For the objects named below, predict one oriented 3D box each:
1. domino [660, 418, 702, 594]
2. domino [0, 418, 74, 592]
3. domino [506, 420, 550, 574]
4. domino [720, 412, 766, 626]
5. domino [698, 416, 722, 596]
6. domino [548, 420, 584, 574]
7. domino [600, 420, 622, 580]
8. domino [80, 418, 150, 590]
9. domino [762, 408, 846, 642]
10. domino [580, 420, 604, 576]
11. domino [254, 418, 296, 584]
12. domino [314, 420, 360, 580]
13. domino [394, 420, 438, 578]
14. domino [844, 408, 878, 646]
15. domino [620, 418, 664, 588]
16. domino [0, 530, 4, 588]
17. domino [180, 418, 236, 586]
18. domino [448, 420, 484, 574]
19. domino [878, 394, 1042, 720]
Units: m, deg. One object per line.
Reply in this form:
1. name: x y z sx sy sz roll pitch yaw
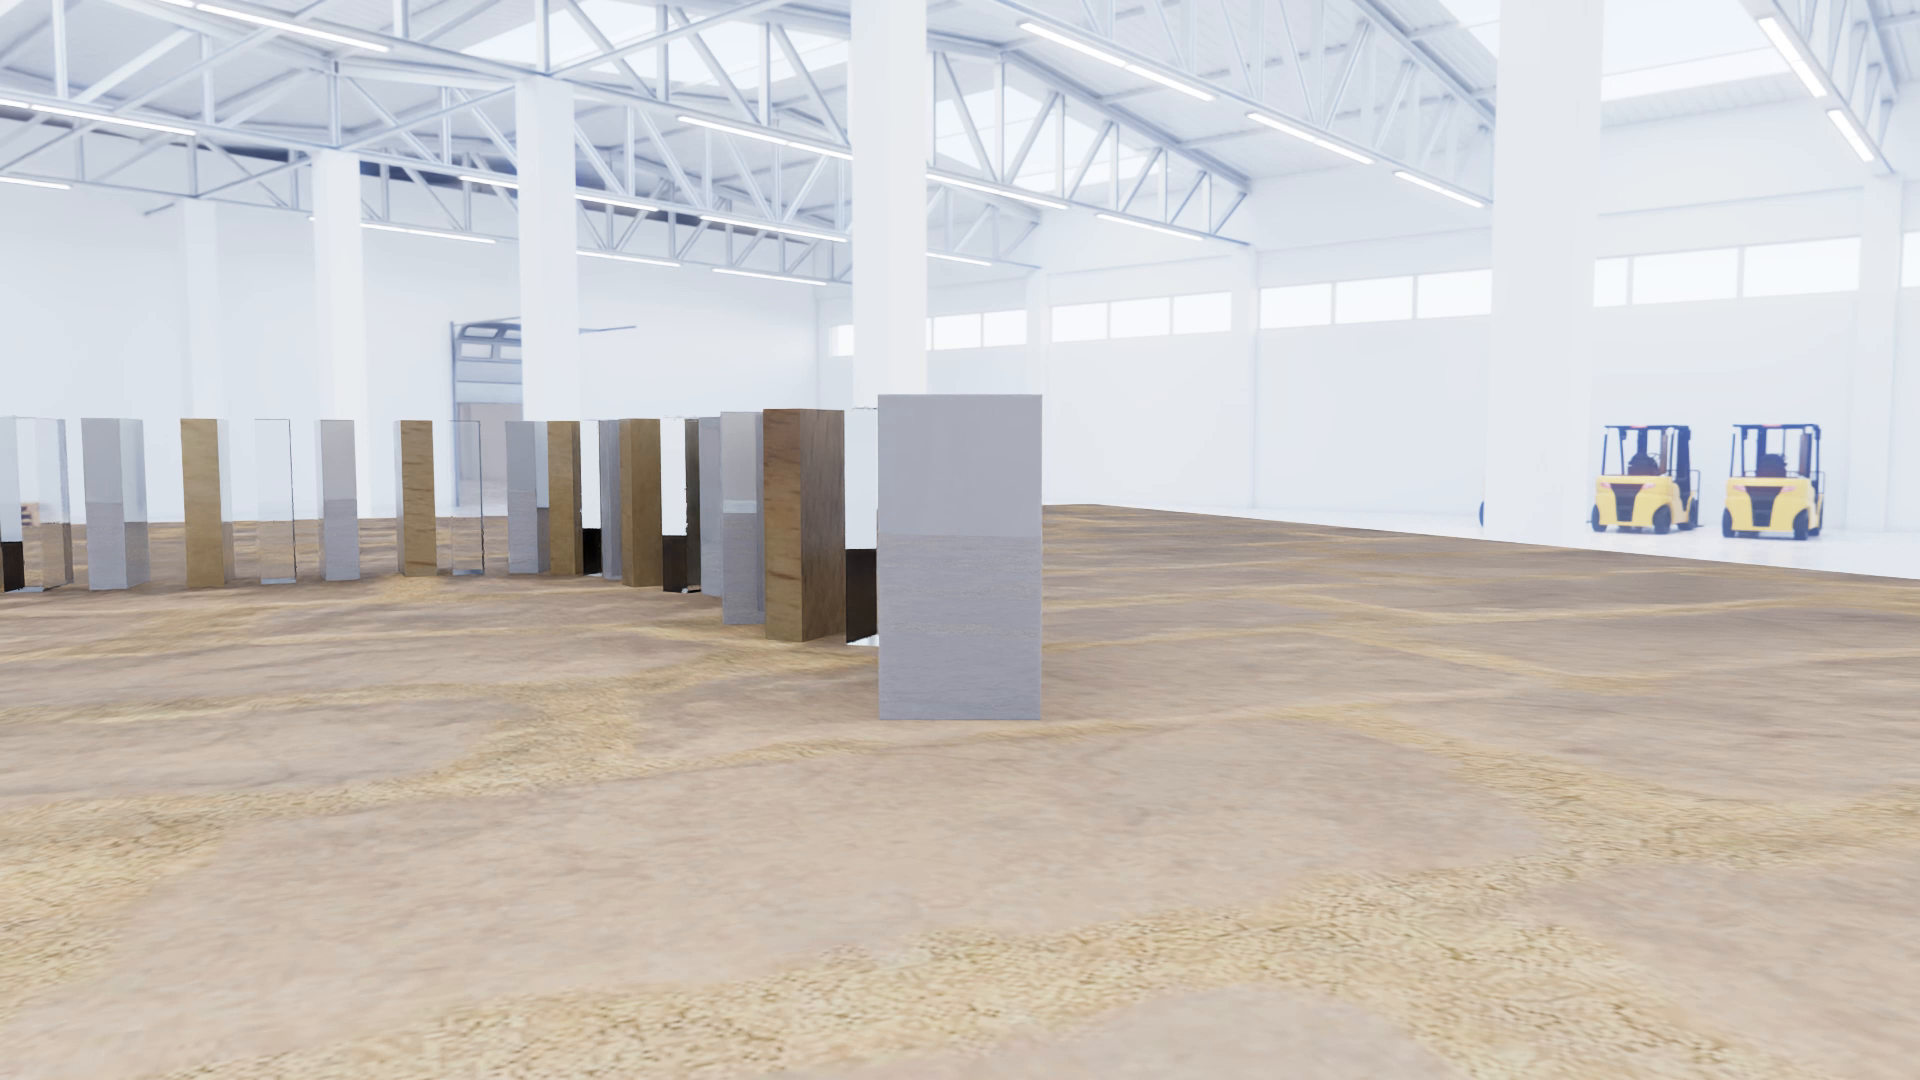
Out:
1. domino: -0.075 -0.011 0.376 0.010 0.050 0.025 3 5 32
2. domino: -0.273 -0.011 0.378 0.010 0.050 0.025 -1 5 -18
3. domino: -0.144 -0.015 0.433 0.009 0.050 0.025 0 4 -1
4. domino: -0.044 -0.005 0.307 0.025 0.050 0.010 -1 4 -11
5. domino: -0.061 -0.010 0.367 0.010 0.050 0.025 4 6 41
6. domino: -0.126 -0.015 0.430 0.010 0.050 0.025 2 5 20
7. domino: -0.101 -0.013 0.409 0.025 0.050 0.010 -3 5 -30
8. domino: -0.253 -0.011 0.385 0.009 0.050 0.025 -1 5 -19
9. domino: -0.032 -0.004 0.287 0.010 0.050 0.025 2 5 27
10. domino: -0.111 -0.014 0.422 0.010 0.050 0.025 3 5 38
11. domino: -0.214 -0.013 0.401 0.010 0.050 0.025 -2 5 -29
12. domino: -0.199 -0.013 0.410 0.009 0.050 0.025 -3 5 -31
13. domino: -0.179 -0.014 0.421 0.010 0.050 0.025 -2 5 -29
14. domino: -0.015 -0.004 0.281 0.010 0.050 0.025 2 5 23
15. domino: -0.089 -0.012 0.389 0.025 0.050 0.010 -3 5 -35
16. domino: -0.288 -0.010 0.374 0.009 0.050 0.025 -1 5 -19
17. domino: -0.230 -0.012 0.393 0.010 0.050 0.025 -2 5 -23
18. domino: -0.165 -0.015 0.428 0.010 0.050 0.025 -2 5 -22
19. domino: 0.000 0.002 0.201 0.025 0.050 0.009 0 4 0
